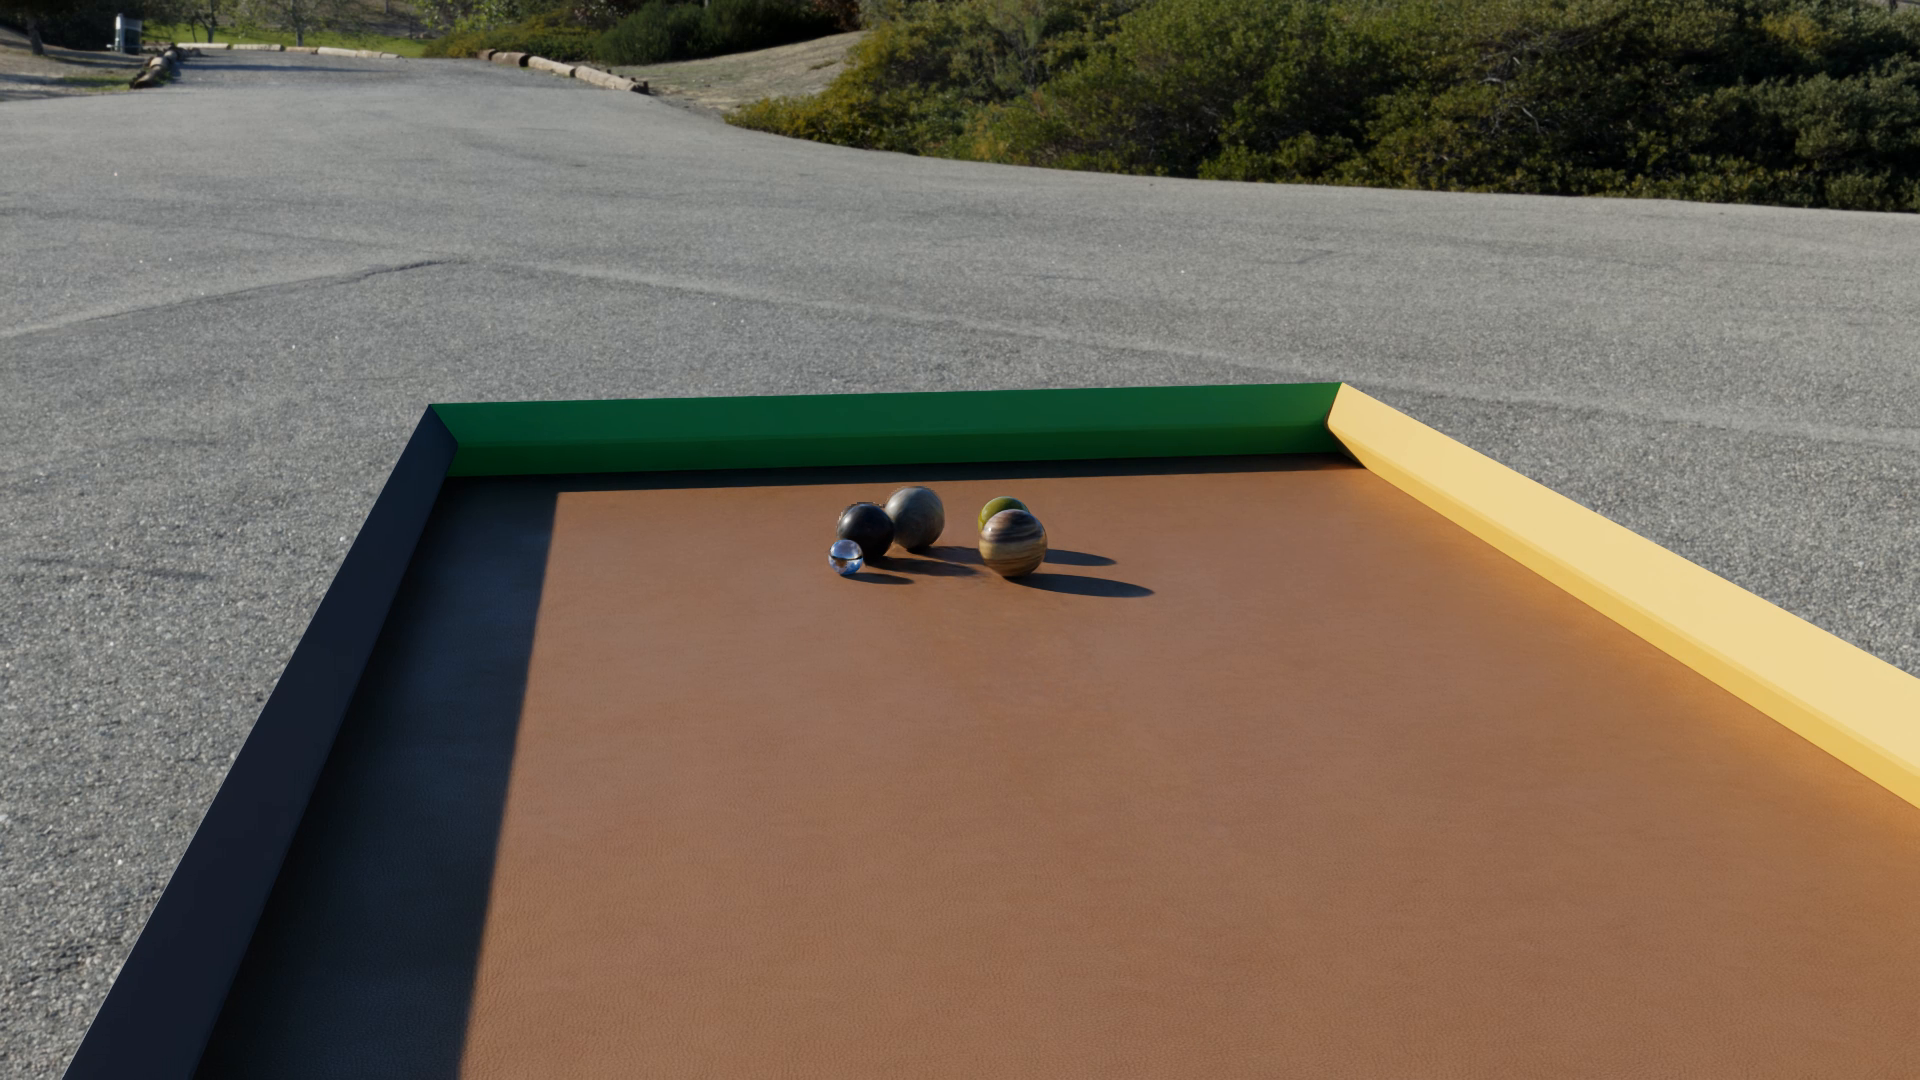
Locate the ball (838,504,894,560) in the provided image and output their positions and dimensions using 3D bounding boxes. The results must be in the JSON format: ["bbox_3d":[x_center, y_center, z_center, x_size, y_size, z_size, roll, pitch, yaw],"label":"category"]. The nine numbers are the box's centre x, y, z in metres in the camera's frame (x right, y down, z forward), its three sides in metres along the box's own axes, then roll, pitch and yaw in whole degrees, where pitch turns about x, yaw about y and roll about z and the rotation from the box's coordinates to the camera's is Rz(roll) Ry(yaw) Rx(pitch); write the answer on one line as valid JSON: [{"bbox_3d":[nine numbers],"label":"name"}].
[{"bbox_3d":[-0.122,-0.010,2.855,0.073,0.073,0.073,0,13,0],"label":"ball"}]

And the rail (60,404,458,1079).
[{"bbox_3d":[-0.597,0.158,2.058,0.045,0.112,2.734,-2,13,-8],"label":"rail"}]

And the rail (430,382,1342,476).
[{"bbox_3d":[-0.093,-0.171,3.448,1.448,0.112,0.045,-2,13,-8],"label":"rail"}]

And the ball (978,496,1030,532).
[{"bbox_3d":[0.060,-0.022,2.908,0.072,0.072,0.072,0,13,0],"label":"ball"}]

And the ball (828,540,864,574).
[{"bbox_3d":[-0.145,0.021,2.784,0.046,0.046,0.046,0,13,0],"label":"ball"}]

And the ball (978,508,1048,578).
[{"bbox_3d":[0.067,0.004,2.768,0.087,0.087,0.087,0,13,0],"label":"ball"}]

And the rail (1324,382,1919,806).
[{"bbox_3d":[0.789,0.112,2.250,0.045,0.112,2.734,-2,13,-8],"label":"rail"}]

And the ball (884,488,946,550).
[{"bbox_3d":[-0.061,-0.029,2.915,0.083,0.083,0.083,0,13,0],"label":"ball"}]
